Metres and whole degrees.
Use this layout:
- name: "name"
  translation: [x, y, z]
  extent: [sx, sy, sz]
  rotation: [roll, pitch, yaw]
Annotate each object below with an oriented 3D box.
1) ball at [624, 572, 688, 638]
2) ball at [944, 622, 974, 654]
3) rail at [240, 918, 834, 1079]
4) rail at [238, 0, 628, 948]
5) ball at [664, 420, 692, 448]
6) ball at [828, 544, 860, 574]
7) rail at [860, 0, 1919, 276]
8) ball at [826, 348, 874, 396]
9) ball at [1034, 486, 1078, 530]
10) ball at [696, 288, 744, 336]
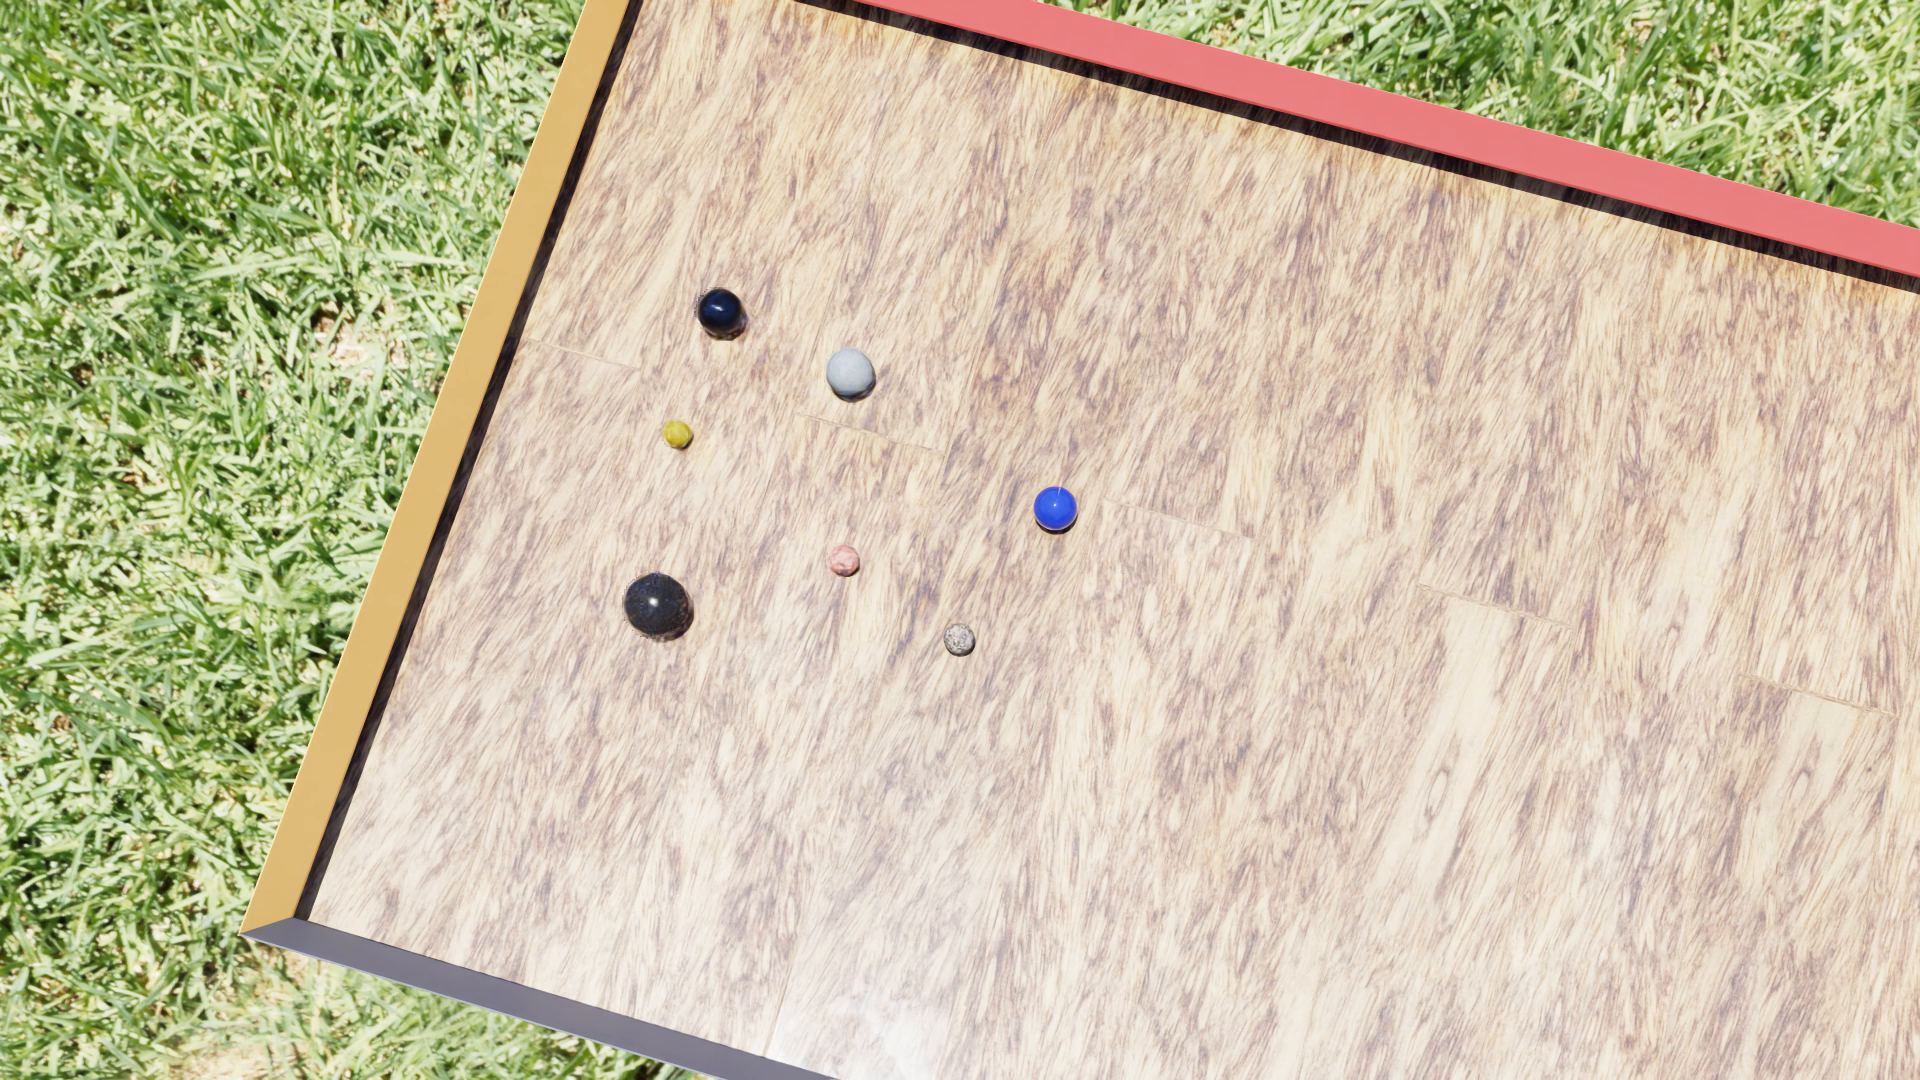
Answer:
- name: "ball"
  translation: [-0.458, 0.098, 3.316]
  extent: [0.097, 0.097, 0.097]
  rotation: [0, 74, 0]
- name: "ball"
  translation: [-0.001, 0.149, 3.328]
  extent: [0.048, 0.048, 0.048]
  rotation: [0, 74, 0]
- name: "rail"
  translation: [0.547, 0.988, 3.052]
  extent: [3.252, 0.126, 0.045]
  rotation: [16, 75, 4]
- name: "rail"
  translation: [-0.758, -0.220, 3.389]
  extent: [0.045, 0.126, 1.731]
  rotation: [16, 75, 4]
- name: "ball"
  translation: [-0.439, -0.165, 3.418]
  extent: [0.042, 0.042, 0.042]
  rotation: [0, 74, 0]
- name: "ball"
  translation: [-0.178, 0.030, 3.361]
  extent: [0.047, 0.047, 0.047]
  rotation: [0, 74, 0]
- name: "rail"
  translation: [1.015, -0.571, 3.487]
  extent: [3.252, 0.126, 0.045]
  rotation: [16, 75, 4]
- name: "ball"
  translation: [-0.172, -0.261, 3.428]
  extent: [0.075, 0.075, 0.075]
  rotation: [0, 74, 0]
- name: "ball"
  translation: [0.146, -0.049, 3.372]
  extent: [0.068, 0.068, 0.068]
  rotation: [0, 74, 0]
- name: "ball"
  translation: [-0.377, -0.358, 3.456]
  extent: [0.074, 0.074, 0.074]
  rotation: [0, 74, 0]
